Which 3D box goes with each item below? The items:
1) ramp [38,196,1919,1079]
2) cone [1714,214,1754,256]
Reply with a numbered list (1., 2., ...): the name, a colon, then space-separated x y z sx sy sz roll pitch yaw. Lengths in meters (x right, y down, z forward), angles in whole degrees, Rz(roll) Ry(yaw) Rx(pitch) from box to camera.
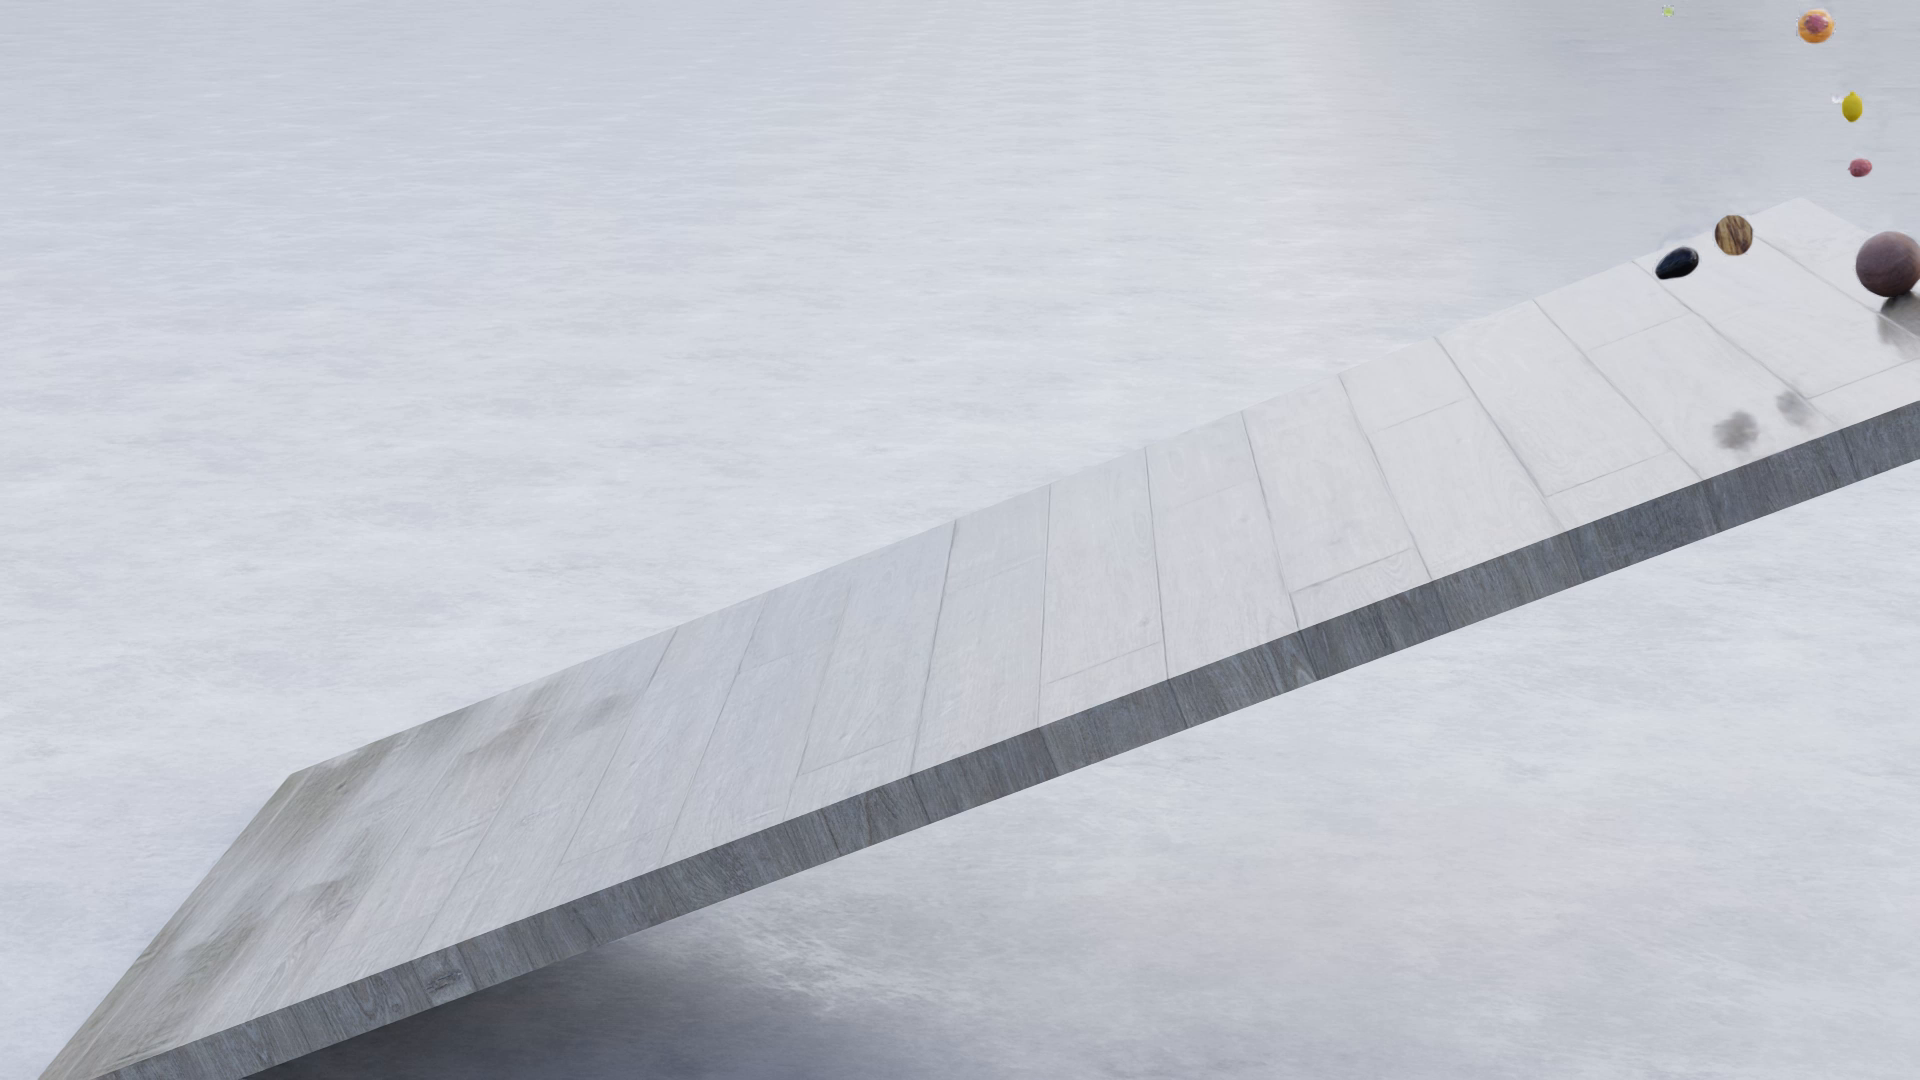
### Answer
1. ramp: 0.124 0.173 6.291 4.000 0.100 2.000 -21 12 7
2. cone: 1.598 -0.628 5.998 0.085 0.085 0.085 12 22 40
